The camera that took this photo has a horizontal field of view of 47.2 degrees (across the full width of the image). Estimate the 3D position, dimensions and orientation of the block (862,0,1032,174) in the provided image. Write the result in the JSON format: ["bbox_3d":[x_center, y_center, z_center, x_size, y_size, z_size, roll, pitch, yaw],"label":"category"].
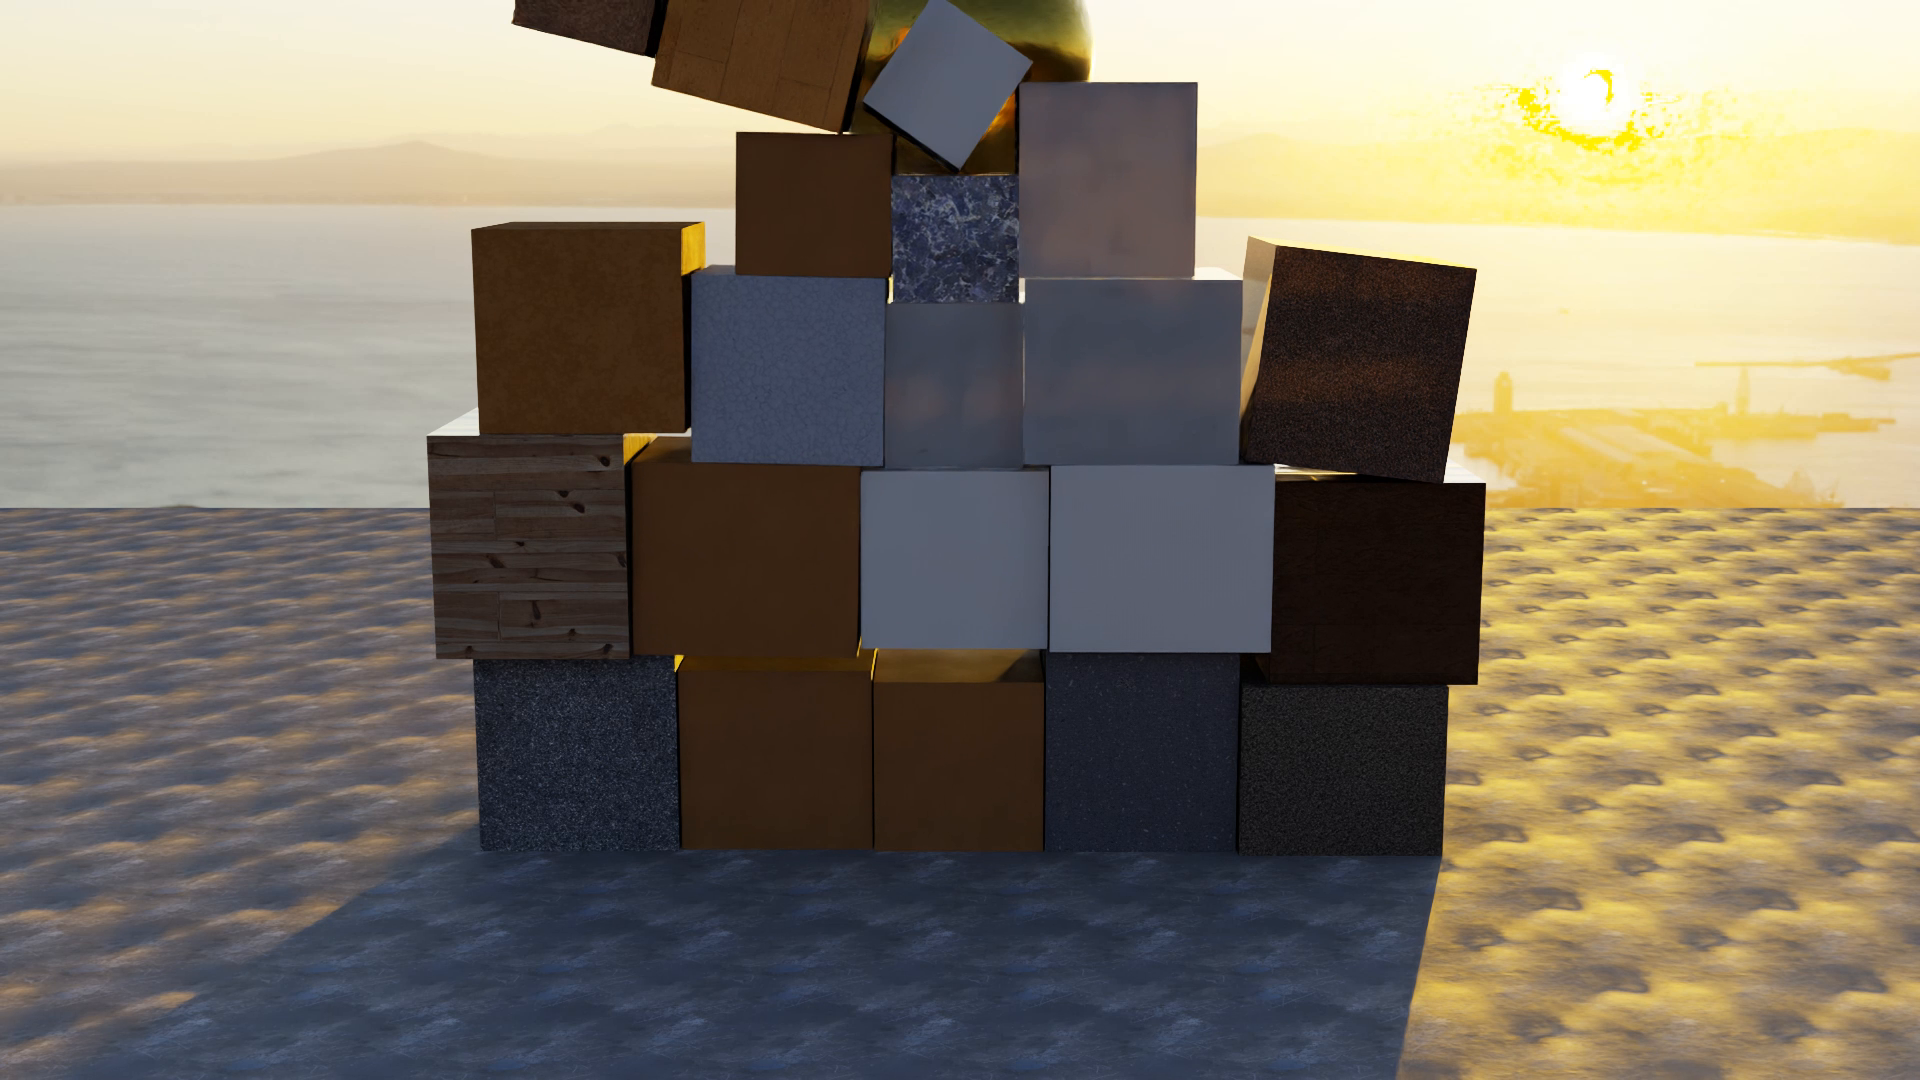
[{"bbox_3d":[-0.069,-2.223,10.784,0.567,0.614,0.642,34,5,-6],"label":"block"}]

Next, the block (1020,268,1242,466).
[{"bbox_3d":[0.826,-0.888,11.006,1.035,0.889,1.005,0,10,0],"label":"block"}]

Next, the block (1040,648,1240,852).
[{"bbox_3d":[0.900,0.962,11.367,0.951,1.041,0.962,0,10,0],"label":"block"}]

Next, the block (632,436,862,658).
[{"bbox_3d":[-1.045,0.018,11.180,1.103,0.954,0.951,1,10,0],"label":"block"}]

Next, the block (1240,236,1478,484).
[{"bbox_3d":[1.917,-0.927,11.023,0.965,1.040,1.030,7,10,-1],"label":"block"}]

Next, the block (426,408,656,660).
[{"bbox_3d":[-2.081,-0.061,11.167,0.941,1.098,1.121,0,10,0],"label":"block"}]

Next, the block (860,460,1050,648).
[{"bbox_3d":[-0.026,0.020,11.177,0.916,0.880,0.913,0,10,0],"label":"block"}]

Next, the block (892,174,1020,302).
[{"bbox_3d":[-0.022,-1.504,10.908,0.610,0.597,0.691,0,10,0],"label":"block"}]

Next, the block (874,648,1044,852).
[{"bbox_3d":[-0.006,1.049,11.365,0.842,0.869,0.900,0,10,0],"label":"block"}]

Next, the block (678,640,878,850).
[{"bbox_3d":[-0.915,1.021,11.377,0.957,0.920,0.877,0,10,0],"label":"block"}]

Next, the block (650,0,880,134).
[{"bbox_3d":[-0.909,-2.496,10.683,0.911,0.823,0.909,14,11,-3],"label":"block"}]

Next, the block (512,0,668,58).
[{"bbox_3d":[-1.703,-2.784,10.633,0.641,0.752,0.731,14,12,-2],"label":"block"}]

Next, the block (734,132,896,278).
[{"bbox_3d":[-0.703,-1.667,10.876,0.746,0.678,0.729,1,10,0],"label":"block"}]

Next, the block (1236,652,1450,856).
[{"bbox_3d":[1.892,1.053,11.373,1.012,0.858,1.053,0,10,0],"label":"block"}]

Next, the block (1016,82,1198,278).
[{"bbox_3d":[0.705,-1.783,10.868,0.842,0.922,0.834,0,10,0],"label":"block"}]

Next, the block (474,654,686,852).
[{"bbox_3d":[-1.901,0.981,11.340,0.994,1.013,0.871,0,10,0],"label":"block"}]

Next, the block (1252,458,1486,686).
[{"bbox_3d":[2.039,0.131,11.223,1.025,1.009,0.968,0,10,0],"label":"block"}]

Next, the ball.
[{"bbox_3d":[0.000,-2.861,12.993,1.600,1.600,1.600,0,10,0],"label":"ball"}]

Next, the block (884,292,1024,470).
[{"bbox_3d":[-0.029,-0.814,11.039,0.674,0.809,0.796,0,10,0],"label":"block"}]

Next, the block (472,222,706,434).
[{"bbox_3d":[-1.819,-1.083,10.995,0.991,0.974,1.016,0,10,0],"label":"block"}]

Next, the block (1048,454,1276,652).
[{"bbox_3d":[0.977,0.001,11.171,1.078,0.920,1.063,0,10,0],"label":"block"}]

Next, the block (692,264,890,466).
[{"bbox_3d":[-0.831,-0.892,11.019,0.924,0.903,0.887,1,10,-1],"label":"block"}]
